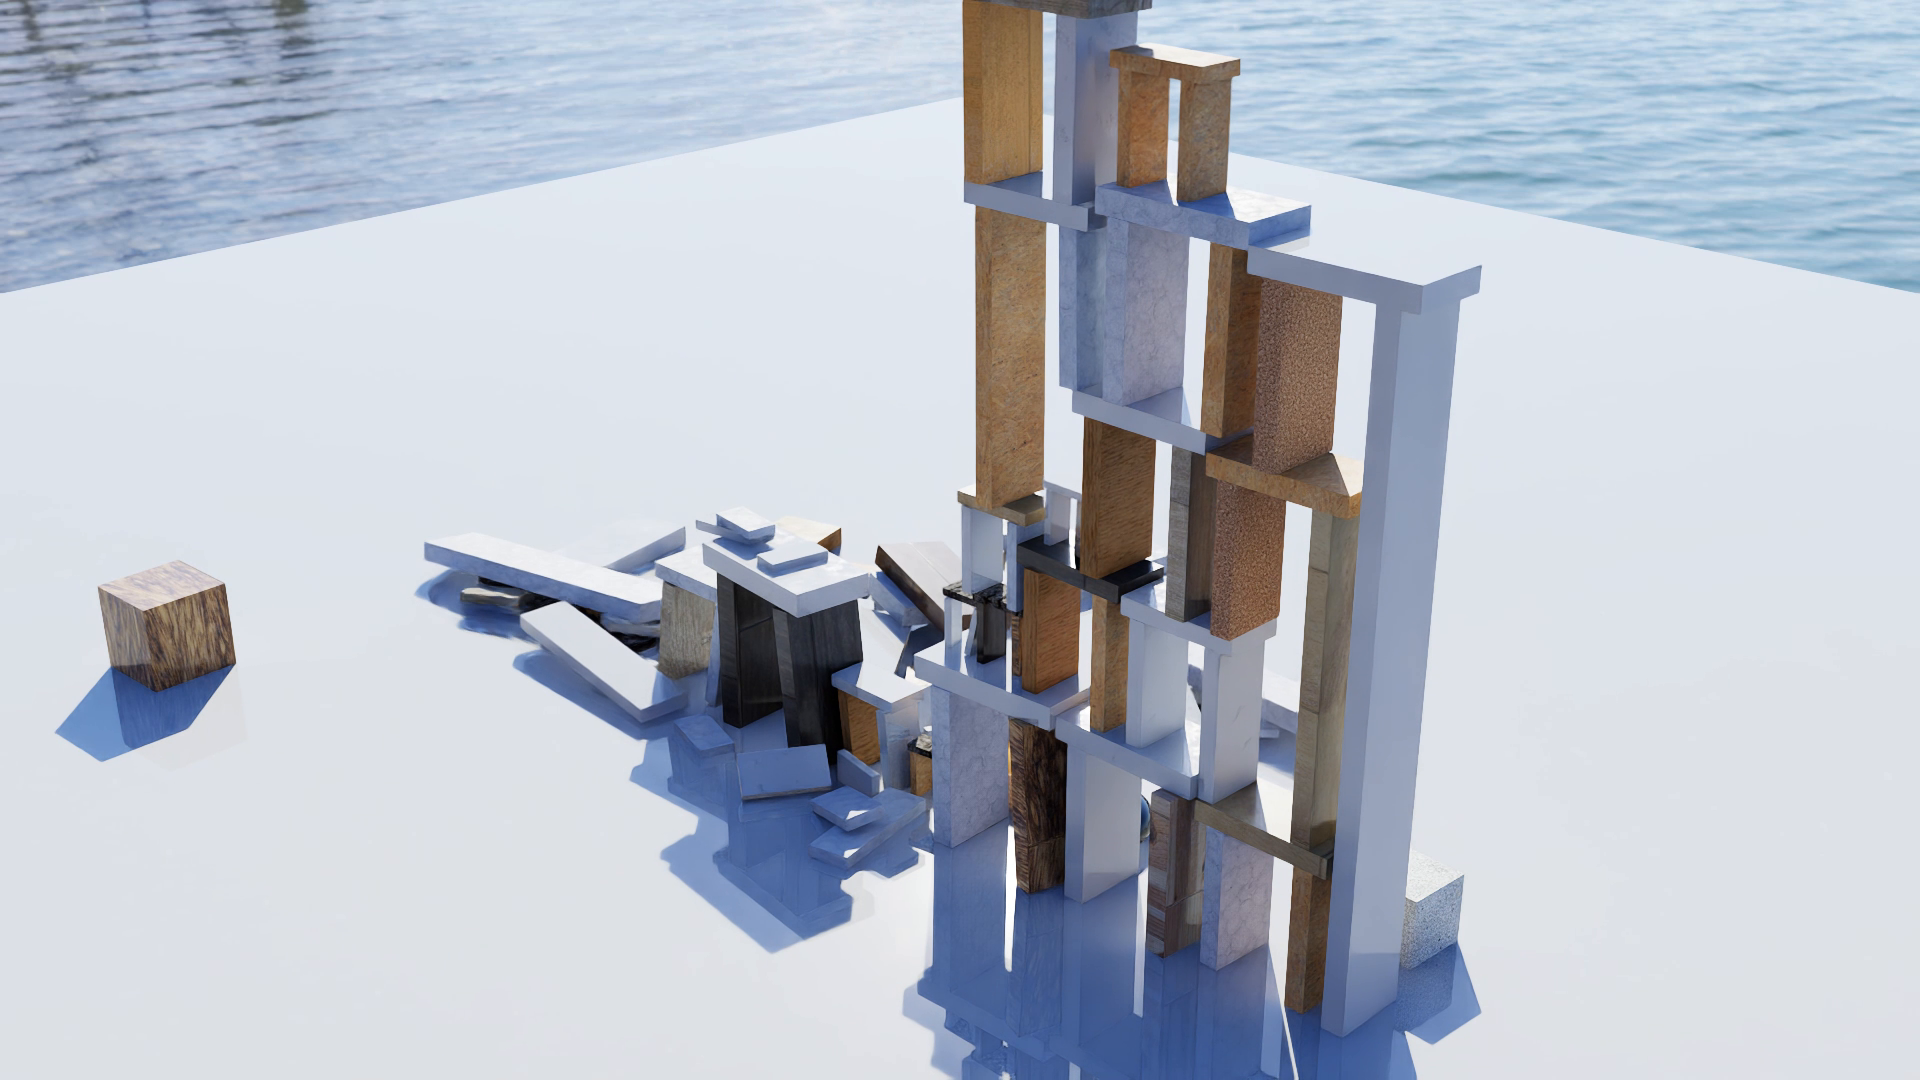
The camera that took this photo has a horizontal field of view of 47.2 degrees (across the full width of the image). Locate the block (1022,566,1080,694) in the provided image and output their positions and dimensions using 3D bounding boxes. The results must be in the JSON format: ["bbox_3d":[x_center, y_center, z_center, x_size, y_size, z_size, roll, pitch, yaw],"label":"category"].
[{"bbox_3d":[0.171,0.151,4.083,0.035,0.247,0.123,20,30,38],"label":"block"}]

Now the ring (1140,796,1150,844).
[{"bbox_3d":[0.273,0.549,4.373,0.225,0.075,0.225,1,23,0],"label":"ring"}]

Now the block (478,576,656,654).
[{"bbox_3d":[-0.961,0.166,5.340,0.613,0.023,0.080,21,31,40],"label":"block"}]

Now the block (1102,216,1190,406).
[{"bbox_3d":[0.315,-0.400,3.711,0.160,0.320,0.045,-21,31,-40],"label":"block"}]

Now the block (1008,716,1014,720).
[{"bbox_3d":[0.168,0.357,4.748,0.110,0.031,0.309,13,7,29],"label":"block"}]

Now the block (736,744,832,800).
[{"bbox_3d":[-0.363,0.478,4.531,0.185,0.026,0.092,-5,65,-12],"label":"block"}]

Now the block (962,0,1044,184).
[{"bbox_3d":[0.075,-0.781,3.787,0.044,0.310,0.155,19,30,40],"label":"block"}]

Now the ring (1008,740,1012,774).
[{"bbox_3d":[0.196,0.465,4.566,0.235,0.078,0.235,1,22,-1],"label":"ring"}]

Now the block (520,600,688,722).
[{"bbox_3d":[-0.817,0.271,5.010,0.120,0.034,0.541,-20,33,-34],"label":"block"}]

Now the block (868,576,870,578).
[{"bbox_3d":[-0.259,0.113,5.441,0.050,0.014,0.101,8,24,18],"label":"block"}]

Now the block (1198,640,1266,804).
[{"bbox_3d":[0.473,0.305,3.837,0.124,0.294,0.035,-21,31,-40],"label":"block"}]

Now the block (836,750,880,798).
[{"bbox_3d":[-0.210,0.488,4.527,0.019,0.067,0.133,-15,27,-32],"label":"block"}]

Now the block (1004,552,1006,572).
[{"bbox_3d":[0.062,0.042,5.566,0.021,0.075,0.149,-15,27,-31],"label":"block"}]

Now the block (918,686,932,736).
[{"bbox_3d":[-0.008,0.348,4.851,0.386,0.026,0.092,-20,62,-39],"label":"block"}]

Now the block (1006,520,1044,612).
[{"bbox_3d":[0.126,0.038,4.073,0.087,0.175,0.025,-20,30,-40],"label":"block"}]

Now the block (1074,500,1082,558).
[{"bbox_3d":[0.231,-0.027,3.963,0.015,0.108,0.054,23,32,38],"label":"block"}]

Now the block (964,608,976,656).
[{"bbox_3d":[0.039,0.170,4.226,0.015,0.104,0.052,32,36,29],"label":"block"}]

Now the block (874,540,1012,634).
[{"bbox_3d":[-0.040,0.110,5.204,0.178,0.050,0.356,-3,29,-31],"label":"block"}]

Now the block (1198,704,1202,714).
[{"bbox_3d":[0.546,0.383,4.834,0.133,0.019,0.067,-3,23,-6],"label":"block"}]

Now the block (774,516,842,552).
[{"bbox_3d":[-0.464,0.030,5.628,0.169,0.048,0.338,12,26,26],"label":"block"}]

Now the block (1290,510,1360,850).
[{"bbox_3d":[0.622,0.217,3.639,0.141,0.611,0.040,-21,31,-40],"label":"block"}]

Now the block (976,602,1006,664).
[{"bbox_3d":[0.061,0.168,4.201,0.063,0.127,0.018,-21,30,-40],"label":"block"}]

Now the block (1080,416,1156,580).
[{"bbox_3d":[0.280,-0.092,3.880,0.042,0.295,0.148,22,31,40],"label":"block"}]

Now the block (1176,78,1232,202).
[{"bbox_3d":[0.391,-0.645,3.521,0.027,0.192,0.096,21,31,41],"label":"block"}]

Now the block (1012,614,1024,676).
[{"bbox_3d":[0.124,0.188,4.152,0.018,0.127,0.063,18,29,37],"label":"block"}]

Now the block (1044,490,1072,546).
[{"bbox_3d":[0.178,-0.048,4.010,0.015,0.108,0.054,22,31,39],"label":"block"}]

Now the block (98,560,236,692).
[{"bbox_3d":[-1.817,0.195,5.043,0.203,0.203,0.203,19,30,38],"label":"block"}]

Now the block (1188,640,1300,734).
[{"bbox_3d":[0.589,0.301,4.914,0.163,0.046,0.595,-6,23,-45],"label":"block"}]

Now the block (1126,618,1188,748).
[{"bbox_3d":[0.354,0.239,3.934,0.124,0.248,0.035,-21,31,-40],"label":"block"}]

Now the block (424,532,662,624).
[{"bbox_3d":[-0.997,0.087,5.392,0.749,0.048,0.169,13,16,34],"label":"block"}]

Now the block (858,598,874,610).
[{"bbox_3d":[-0.240,0.218,5.200,0.069,0.020,0.340,12,22,-7],"label":"block"}]

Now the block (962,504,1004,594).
[{"bbox_3d":[0.042,0.007,4.149,0.025,0.175,0.087,20,30,41],"label":"block"}]

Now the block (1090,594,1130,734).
[{"bbox_3d":[0.293,0.206,3.986,0.123,0.266,0.035,-20,30,-39],"label":"block"}]

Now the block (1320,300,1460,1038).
[{"bbox_3d":[0.693,0.227,3.570,0.045,1.293,0.159,21,31,41],"label":"block"}]

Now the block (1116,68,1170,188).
[{"bbox_3d":[0.301,-0.681,3.604,0.096,0.192,0.027,-21,30,-40],"label":"block"}]

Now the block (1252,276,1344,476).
[{"bbox_3d":[0.540,-0.278,3.513,0.045,0.319,0.159,21,31,40],"label":"block"}]

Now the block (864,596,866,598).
[{"bbox_3d":[-0.279,0.149,5.392,0.050,0.014,0.154,11,25,23],"label":"block"}]

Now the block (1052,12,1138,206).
[{"bbox_3d":[0.224,-0.724,3.655,0.044,0.310,0.155,21,31,40],"label":"block"}]

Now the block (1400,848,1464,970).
[{"bbox_3d":[0.813,0.667,4.008,0.141,0.141,0.141,-19,30,-38],"label":"block"}]

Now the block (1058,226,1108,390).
[{"bbox_3d":[0.233,-0.413,3.786,0.040,0.284,0.142,19,30,41],"label":"block"}]

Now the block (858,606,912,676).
[{"bbox_3d":[-0.228,0.264,5.005,0.178,0.050,0.415,15,22,2],"label":"block"}]

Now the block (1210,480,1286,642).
[{"bbox_3d":[0.486,0.016,3.693,0.040,0.282,0.141,21,31,40],"label":"block"}]

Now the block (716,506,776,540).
[{"bbox_3d":[-0.460,-0.037,4.717,0.067,0.019,0.133,-17,27,-34],"label":"block"}]

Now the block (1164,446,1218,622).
[{"bbox_3d":[0.419,-0.029,3.756,0.042,0.314,0.148,21,31,40],"label":"block"}]

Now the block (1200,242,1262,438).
[{"bbox_3d":[0.466,-0.340,3.573,0.160,0.320,0.045,-21,32,-40],"label":"block"}]

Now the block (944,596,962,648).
[{"bbox_3d":[-0.013,0.152,4.270,0.015,0.104,0.052,9,24,21],"label":"block"}]

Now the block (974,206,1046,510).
[{"bbox_3d":[0.091,-0.338,3.959,0.040,0.559,0.142,20,30,40],"label":"block"}]

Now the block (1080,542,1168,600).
[{"bbox_3d":[0.366,0.067,5.544,0.327,0.046,0.163,-16,28,-33],"label":"block"}]

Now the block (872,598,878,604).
[{"bbox_3d":[-0.130,0.129,5.425,0.172,0.024,0.086,-1,23,-2],"label":"block"}]

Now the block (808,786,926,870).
[{"bbox_3d":[-0.183,0.571,4.381,0.092,0.026,0.274,14,27,30],"label":"block"}]

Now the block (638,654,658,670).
[{"bbox_3d":[-0.759,0.305,5.016,0.072,0.020,0.144,17,28,35],"label":"block"}]
